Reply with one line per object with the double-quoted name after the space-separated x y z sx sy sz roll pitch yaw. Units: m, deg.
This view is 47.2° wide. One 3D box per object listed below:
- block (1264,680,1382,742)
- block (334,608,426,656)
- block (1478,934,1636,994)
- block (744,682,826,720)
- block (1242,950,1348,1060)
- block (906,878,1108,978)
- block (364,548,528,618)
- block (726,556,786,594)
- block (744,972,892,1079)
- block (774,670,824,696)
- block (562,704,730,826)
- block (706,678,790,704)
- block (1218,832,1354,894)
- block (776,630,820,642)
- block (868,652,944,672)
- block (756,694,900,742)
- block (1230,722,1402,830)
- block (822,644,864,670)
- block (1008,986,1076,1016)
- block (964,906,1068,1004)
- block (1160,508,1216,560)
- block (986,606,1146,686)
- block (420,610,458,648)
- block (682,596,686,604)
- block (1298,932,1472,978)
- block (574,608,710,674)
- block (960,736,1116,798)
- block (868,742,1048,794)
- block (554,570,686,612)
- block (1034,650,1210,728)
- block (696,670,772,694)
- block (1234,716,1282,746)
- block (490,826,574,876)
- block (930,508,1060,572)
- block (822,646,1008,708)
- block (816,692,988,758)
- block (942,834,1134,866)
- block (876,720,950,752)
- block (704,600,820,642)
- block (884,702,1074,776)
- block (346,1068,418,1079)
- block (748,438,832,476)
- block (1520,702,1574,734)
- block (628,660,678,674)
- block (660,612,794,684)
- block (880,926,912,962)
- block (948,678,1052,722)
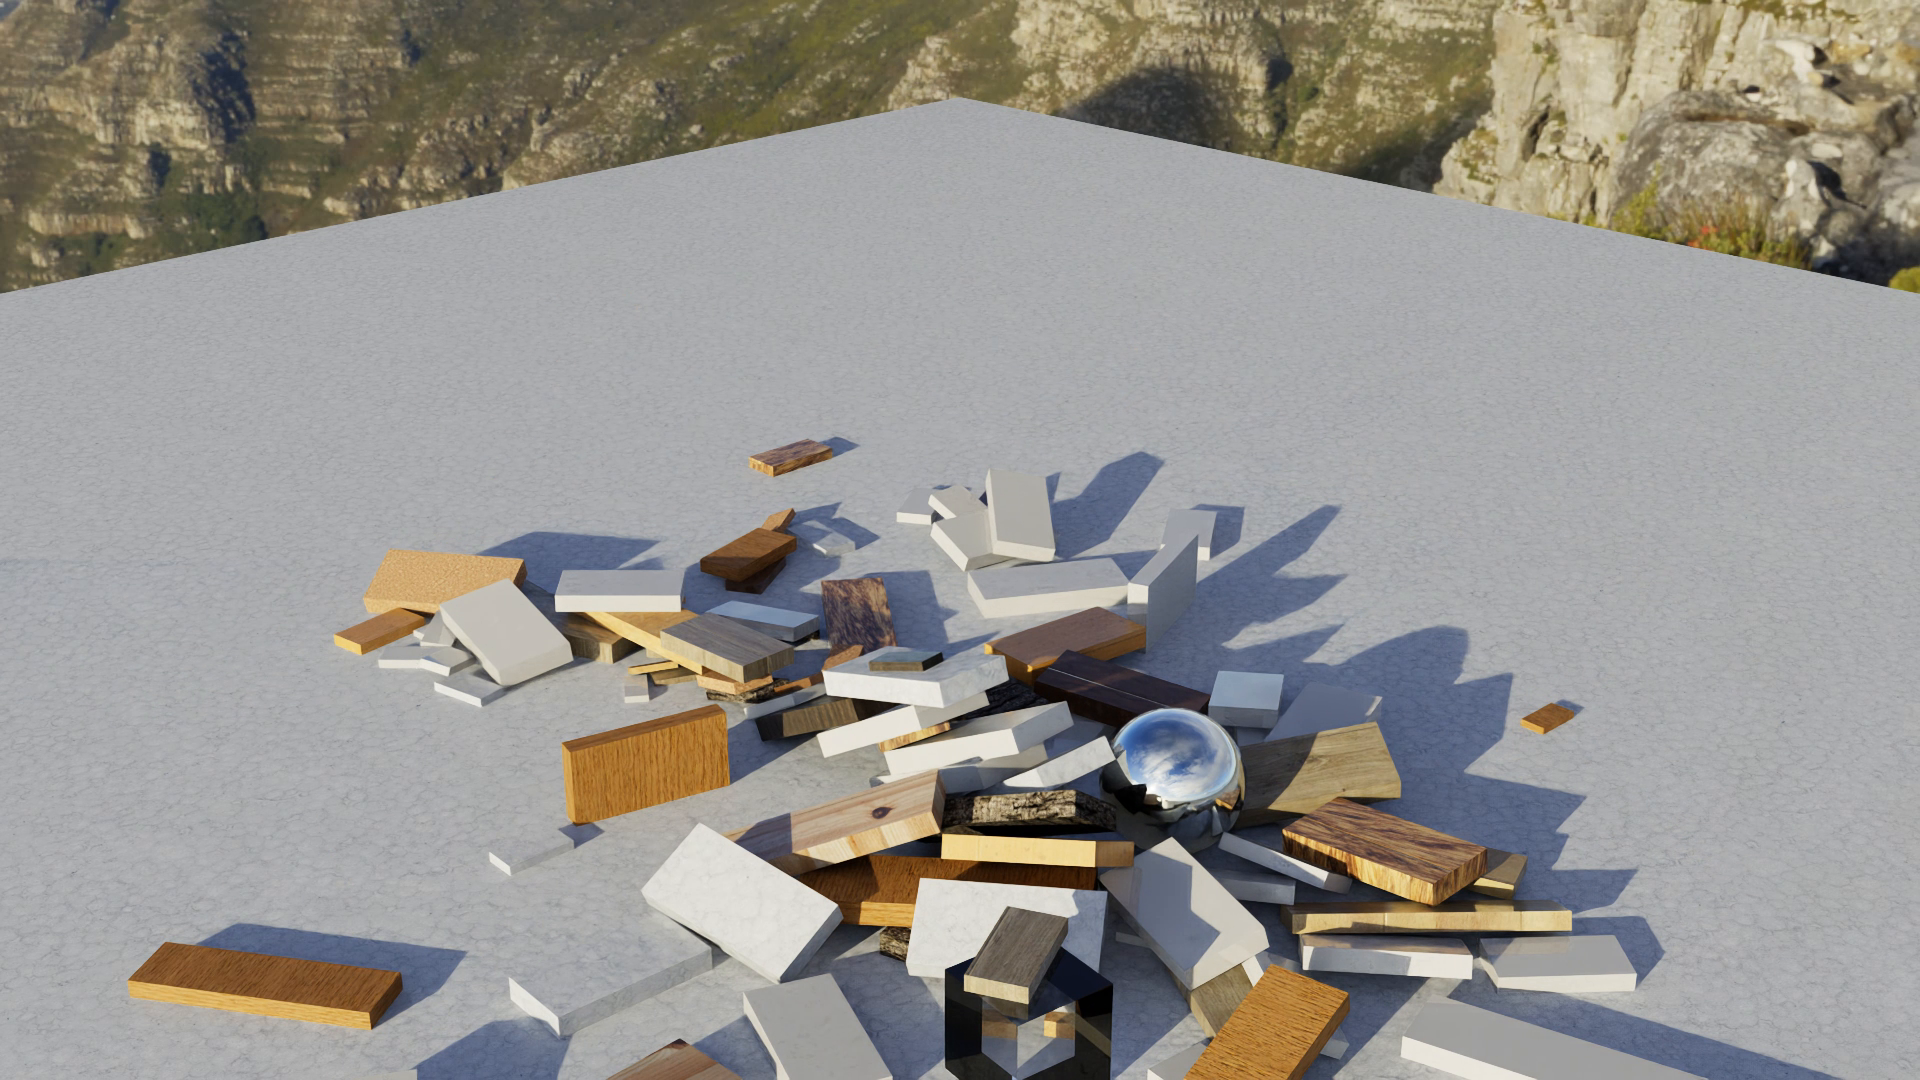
0.758 0.407 4.632 0.164 0.046 0.328 13 30 25 "block"
-1.376 0.216 5.218 0.095 0.027 0.191 16 28 34 "block"
1.065 0.758 3.929 0.247 0.035 0.123 -1 23 -3 "block"
-0.379 0.349 4.786 0.094 0.027 0.188 -20 0 -41 "block"
0.574 0.794 3.784 0.118 0.034 0.237 21 17 -18 "block"
0.085 0.695 3.886 0.337 0.048 0.168 3 52 10 "block"
-1.252 0.112 5.358 0.351 0.050 0.175 4 43 10 "block"
-0.513 0.083 5.531 0.093 0.026 0.186 6 24 14 "block"
-0.242 0.849 3.703 0.159 0.045 0.318 -9 25 -20 "block"
-0.337 0.309 4.777 0.069 0.020 0.138 -20 0 -40 "block"
-0.635 0.456 4.470 0.337 0.169 0.048 -13 26 -28 "block"
-0.471 0.331 4.877 0.094 0.027 0.188 -21 14 -40 "block"
0.620 0.616 4.195 0.231 0.033 0.116 18 -3 36 "block"
-0.408 0.218 5.222 0.143 0.020 0.072 -3 23 -8 "block"
-0.109 0.244 4.417 0.138 0.020 0.069 -2 14 37 "block"
-0.258 0.354 4.651 0.180 0.051 0.359 -20 2 -40 "block"
0.693 0.473 4.425 0.347 0.049 0.173 -10 39 -2 "block"
-0.265 0.275 4.977 0.069 0.020 0.138 3 23 8 "block"
0.159 0.765 3.919 0.108 0.031 0.217 5 23 11 "block"
0.094 0.680 3.617 0.108 0.031 0.217 8 24 18 "block"
0.599 -0.016 5.753 0.125 0.035 0.249 4 23 9 "block"
0.243 0.240 5.033 0.338 0.048 0.169 -17 26 -34 "block"
-1.219 0.216 5.195 0.072 0.020 0.144 8 29 -1 "block"
-0.728 0.136 5.421 0.054 0.015 0.109 -16 28 -32 "block"
0.752 0.736 3.908 0.291 0.041 0.145 2 1 5 "block"
-0.707 0.195 5.124 0.485 0.041 0.145 21 30 38 "block"
0.134 0.475 4.310 0.177 0.050 0.354 -21 -5 -34 "block"
-0.007 0.460 4.419 0.177 0.050 0.354 -21 4 -40 "block"
-0.799 0.120 5.191 0.290 0.041 0.145 0 23 -2 "block"
0.353 0.343 4.784 0.347 0.049 0.173 17 27 21 "block"
-0.502 0.308 4.892 0.094 0.027 0.188 -18 12 -30 "block"
0.737 0.430 4.695 0.293 0.042 0.147 1 23 3 "block"
-0.837 0.608 4.302 0.146 0.021 0.073 -20 30 -39 "block"
0.093 -0.014 5.662 0.304 0.043 0.152 -15 47 -35 "block"
-0.092 0.274 4.436 0.180 0.051 0.359 -20 14 -40 "block"
-0.120 0.369 4.507 0.180 0.051 0.359 -17 -3 -38 "block"
0.144 0.574 4.071 0.318 0.045 0.159 -2 -8 30 "block"
-0.095 0.394 4.423 0.146 0.021 0.073 -18 -2 -8 "block"
-0.468 0.191 5.192 0.242 0.034 0.121 9 15 24 "block"
0.035 0.395 4.380 0.354 0.050 0.177 -15 4 43 "block"
-0.915 0.956 3.402 0.159 0.045 0.319 -5 30 -13 "block"
-0.483 -0.235 6.276 0.217 0.031 0.108 -20 30 -39 "block"
1.287 0.391 4.818 0.115 0.016 0.058 -20 30 -38 "block"
-0.703 0.291 5.031 0.105 0.015 0.053 -8 2 -19 "block"
-0.521 0.238 4.908 0.290 0.041 0.145 19 29 42 "block"
0.003 0.693 4.071 0.159 0.045 0.318 13 26 27 "block"
0.047 0.353 4.806 0.169 0.048 0.344 -17 22 -25 "block"
